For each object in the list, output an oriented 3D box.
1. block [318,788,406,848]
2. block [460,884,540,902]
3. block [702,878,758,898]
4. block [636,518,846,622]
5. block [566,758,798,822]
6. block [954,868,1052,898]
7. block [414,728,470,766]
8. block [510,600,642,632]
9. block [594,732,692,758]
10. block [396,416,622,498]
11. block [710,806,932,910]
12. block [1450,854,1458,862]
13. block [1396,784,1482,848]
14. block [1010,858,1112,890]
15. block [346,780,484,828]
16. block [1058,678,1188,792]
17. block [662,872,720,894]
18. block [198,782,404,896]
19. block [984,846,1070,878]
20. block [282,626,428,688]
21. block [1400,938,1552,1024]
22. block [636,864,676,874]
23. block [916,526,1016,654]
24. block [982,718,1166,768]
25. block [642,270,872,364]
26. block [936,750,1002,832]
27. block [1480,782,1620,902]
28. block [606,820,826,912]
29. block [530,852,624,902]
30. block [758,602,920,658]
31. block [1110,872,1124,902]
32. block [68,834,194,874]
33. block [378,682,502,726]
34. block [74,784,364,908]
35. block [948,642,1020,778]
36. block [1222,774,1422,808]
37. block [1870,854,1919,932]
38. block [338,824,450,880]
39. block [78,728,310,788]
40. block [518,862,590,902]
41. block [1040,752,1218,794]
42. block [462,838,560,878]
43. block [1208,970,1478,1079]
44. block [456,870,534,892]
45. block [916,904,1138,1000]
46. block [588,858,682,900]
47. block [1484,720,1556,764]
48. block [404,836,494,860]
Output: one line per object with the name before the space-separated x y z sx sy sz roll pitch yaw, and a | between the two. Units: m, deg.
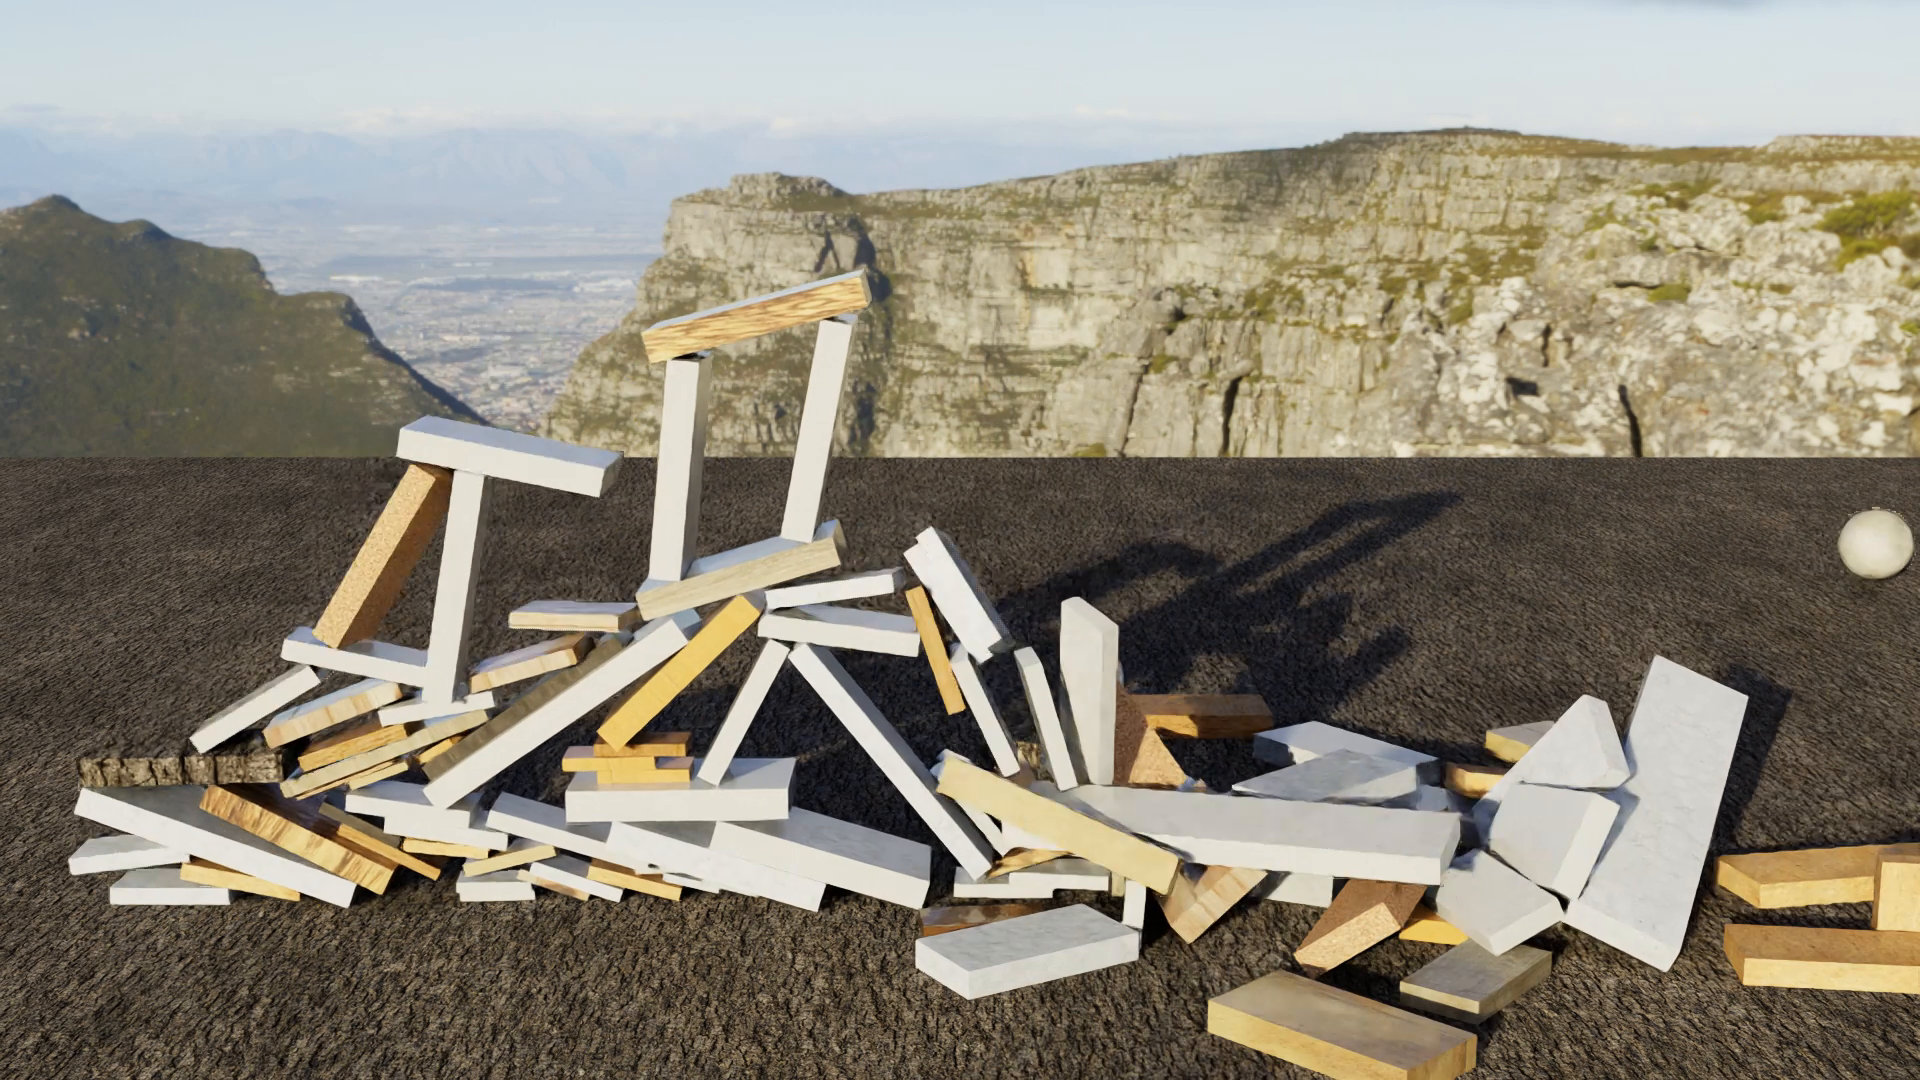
block | -0.984 0.461 3.642 0.140 0.020 0.070 27 10 -5
block | -0.766 0.582 3.664 0.121 0.017 0.061 -1 11 -3
block | -0.381 0.570 3.665 0.095 0.013 0.047 15 9 -8
block | -0.352 0.047 3.566 0.328 0.046 0.164 -16 10 3
block | -0.456 0.412 3.637 0.359 0.051 0.180 -1 11 0
block | 0.074 0.575 3.687 0.164 0.023 0.082 0 11 3
block | -0.857 0.339 3.639 0.101 0.014 0.050 -29 10 35
block | -0.633 0.125 3.624 0.191 0.027 0.095 1 11 14
block | -0.522 0.336 3.621 0.149 0.021 0.075 -1 11 1
block | -0.721 -0.136 3.539 0.325 0.046 0.162 11 11 -1
block | -0.228 0.512 3.657 0.359 0.051 0.180 17 10 -3
block | 0.817 0.552 3.813 0.079 0.022 0.158 0 11 0
block | 0.948 0.509 3.974 0.331 0.047 0.166 7 13 33
block | 0.169 0.555 3.665 0.164 0.023 0.082 2 11 8
block | -0.901 0.434 3.639 0.203 0.029 0.101 8 11 -1
block | 0.277 0.349 3.731 0.111 0.221 0.031 -36 3 -18
block | -0.447 0.565 3.669 0.095 0.013 0.047 14 9 -8
block | -1.078 0.471 3.654 0.327 0.046 0.163 27 10 -4
block | 0.119 0.519 3.672 0.164 0.023 0.082 -18 8 4
block | -0.978 0.189 3.591 0.229 0.032 0.114 12 8 -7
block | 0.766 0.648 3.258 0.124 0.035 0.248 8 13 38
block | -0.491 0.540 3.661 0.094 0.013 0.047 -2 11 -6
block | 0.011 0.083 3.581 0.031 0.218 0.109 -34 -14 8
block | 0.231 0.421 4.453 0.331 0.047 0.166 5 12 26
block | -0.318 -0.357 3.489 0.350 0.050 0.175 -14 10 3
block | 0.032 0.432 3.718 0.024 0.172 0.086 -42 25 -18
block | 0.920 0.473 3.475 0.045 0.159 0.318 28 -7 -6
block | -0.396 0.514 3.656 0.359 0.051 0.180 17 10 -2
block | -0.632 0.556 3.652 0.155 0.022 0.077 19 9 -4
block | -0.194 0.142 3.583 0.258 0.037 0.129 8 10 -1
block | 0.263 0.519 3.638 0.020 0.140 0.070 3 22 4
block | -1.363 0.515 3.653 0.196 0.028 0.098 -6 12 -1
block | -0.849 0.263 3.599 0.184 0.026 0.092 -10 13 -1
block | -1.210 0.486 3.655 0.465 0.046 0.163 20 11 -4
block | 0.040 0.273 3.571 0.030 0.209 0.104 -24 14 4
block | 0.644 0.468 3.982 0.346 0.049 0.173 -9 6 -29
block | 1.565 0.568 3.383 0.294 0.147 0.042 2 11 11
block | -0.939 0.506 3.651 0.178 0.020 0.070 27 10 -5
block | -1.258 0.357 3.625 0.327 0.046 0.163 -2 11 -1
block | -0.670 0.563 3.652 0.121 0.017 0.061 19 9 -4
block | 0.317 0.452 4.151 0.166 0.047 0.331 -7 21 -34
block | -0.739 0.519 3.648 0.155 0.022 0.077 -14 9 4
block | 0.525 0.682 3.042 0.166 0.047 0.332 -10 15 -44
block | -0.770 0.566 3.651 0.121 0.017 0.061 0 11 -5
block | 0.103 0.626 3.359 0.307 0.043 0.153 -6 12 -31
block | -0.538 0.559 3.661 0.155 0.022 0.077 15 9 -5
block | 1.230 0.433 4.381 0.172 0.049 0.344 -6 12 -28
block | -0.842 0.501 3.640 0.140 0.020 0.070 5 10 1
